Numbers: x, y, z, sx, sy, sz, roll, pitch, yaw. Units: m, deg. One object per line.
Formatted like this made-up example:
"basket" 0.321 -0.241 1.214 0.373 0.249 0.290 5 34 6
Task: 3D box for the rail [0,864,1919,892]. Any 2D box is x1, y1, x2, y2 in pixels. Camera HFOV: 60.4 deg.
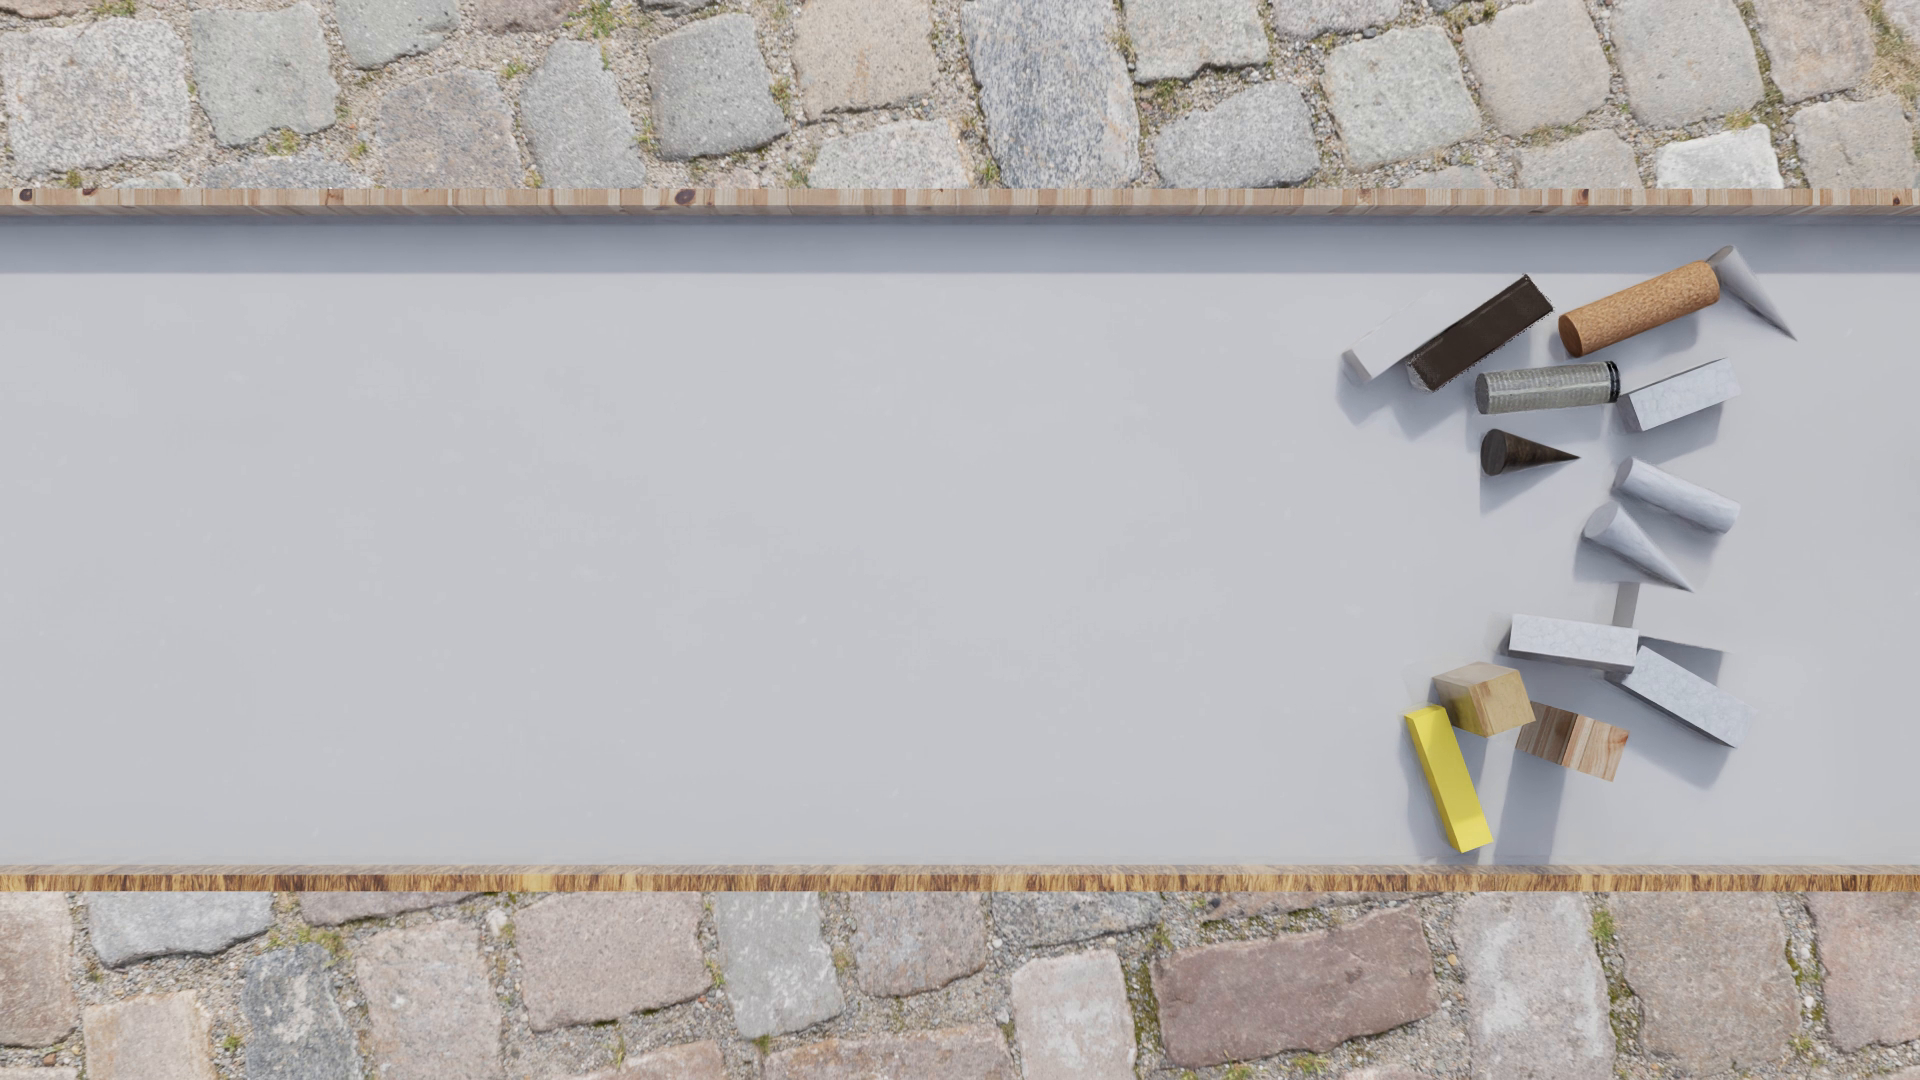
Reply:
"rail" -2.247 1.025 5.001 12.000 0.150 0.050 0 90 0

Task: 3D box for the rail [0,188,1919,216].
"rail" -2.247 -1.025 5.002 12.000 0.150 0.050 0 90 0

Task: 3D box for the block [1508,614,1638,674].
"block" 1.840 0.311 4.955 0.353 0.112 0.112 7 76 19

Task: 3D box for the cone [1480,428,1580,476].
"cone" 1.768 -0.260 5.041 0.306 0.144 0.144 2 90 -13

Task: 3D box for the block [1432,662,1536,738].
"block" 1.550 0.469 4.898 0.153 0.355 0.153 -19 90 0

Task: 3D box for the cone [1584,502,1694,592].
"cone" 2.110 0.055 5.043 0.409 0.136 0.136 36 90 -9

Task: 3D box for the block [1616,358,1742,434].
"block" 2.182 -0.438 5.017 0.321 0.118 0.118 -21 90 0

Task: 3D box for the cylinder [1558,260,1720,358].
"cylinder" 2.058 -0.701 5.006 0.446 0.140 0.140 -22 90 0

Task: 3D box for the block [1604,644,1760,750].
"block" 2.189 0.471 5.011 0.403 0.132 0.132 29 90 0

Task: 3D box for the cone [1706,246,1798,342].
"cone" 2.446 -0.734 5.051 0.373 0.103 0.103 43 90 -8

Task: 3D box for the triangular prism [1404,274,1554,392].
"triangular prism" 1.573 -0.605 4.988 0.444 0.134 0.116 -34 48 0

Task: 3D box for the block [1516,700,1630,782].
"block" 1.805 0.592 4.880 0.154 0.393 0.154 18 90 0

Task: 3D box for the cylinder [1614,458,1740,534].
"cylinder" 2.182 -0.136 5.024 0.352 0.105 0.105 23 90 0

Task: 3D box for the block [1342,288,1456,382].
"block" 1.337 -0.621 5.020 0.312 0.113 0.113 -36 90 0

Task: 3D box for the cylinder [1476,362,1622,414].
"cylinder" 1.785 -0.462 5.013 0.398 0.128 0.128 -5 90 0

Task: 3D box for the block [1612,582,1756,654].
"block" 2.190 0.235 5.000 0.352 0.153 0.153 11 90 0

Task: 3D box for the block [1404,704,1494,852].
"block" 1.488 0.725 5.026 0.102 0.102 0.430 -20 90 0
